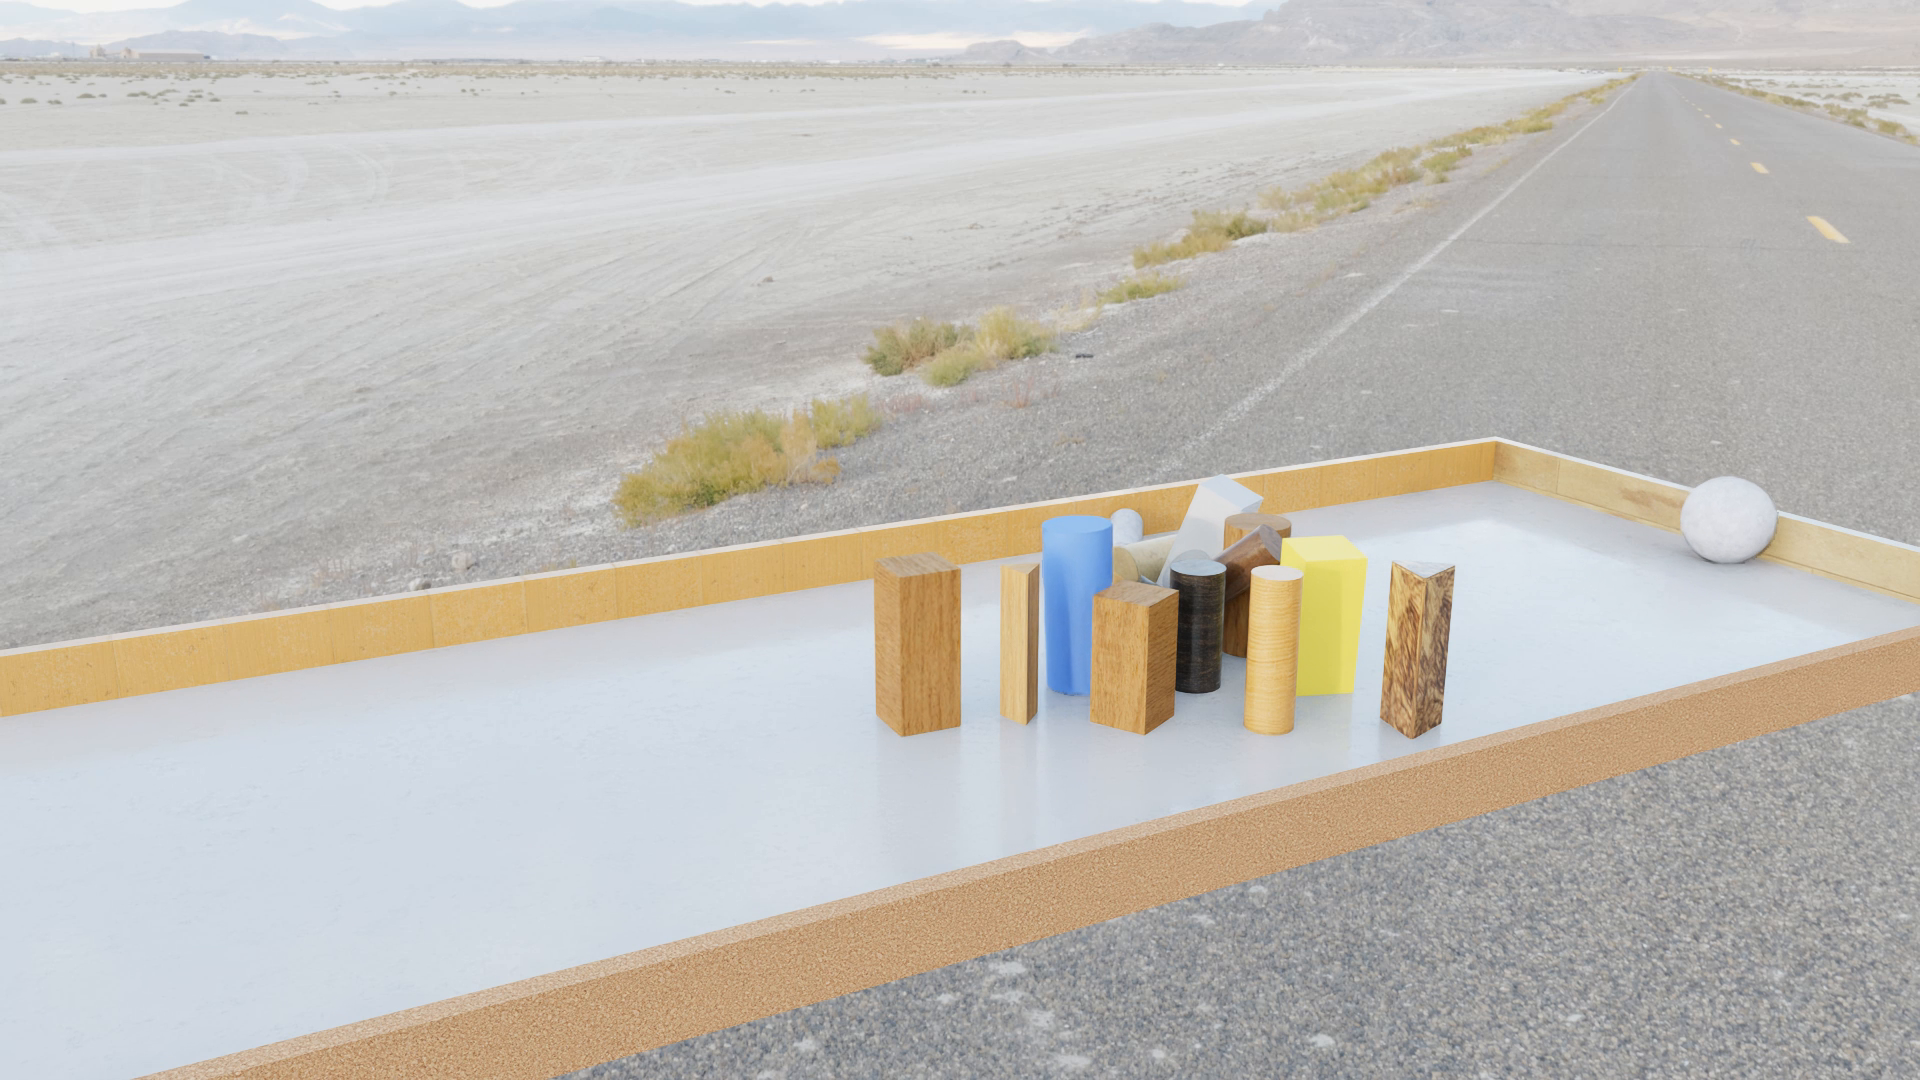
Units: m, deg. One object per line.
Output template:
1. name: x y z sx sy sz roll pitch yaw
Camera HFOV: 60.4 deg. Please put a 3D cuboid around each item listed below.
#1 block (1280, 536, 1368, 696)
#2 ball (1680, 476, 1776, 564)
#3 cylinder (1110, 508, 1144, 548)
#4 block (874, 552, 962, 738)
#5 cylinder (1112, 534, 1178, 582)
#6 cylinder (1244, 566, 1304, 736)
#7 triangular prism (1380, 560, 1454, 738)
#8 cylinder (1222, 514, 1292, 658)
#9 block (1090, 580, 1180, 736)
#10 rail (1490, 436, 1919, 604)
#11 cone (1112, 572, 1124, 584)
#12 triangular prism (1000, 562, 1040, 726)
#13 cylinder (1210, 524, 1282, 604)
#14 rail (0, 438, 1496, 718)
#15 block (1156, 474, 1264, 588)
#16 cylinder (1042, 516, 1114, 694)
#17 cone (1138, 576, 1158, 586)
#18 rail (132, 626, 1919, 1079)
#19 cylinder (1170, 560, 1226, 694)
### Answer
1. block: 0.883 0.186 4.066 0.156 0.357 0.156 -3 21 -10
2. ball: 2.368 -0.062 5.089 0.269 0.269 0.269 0 16 0
3. cylinder: 0.511 0.007 5.129 0.114 0.114 0.380 2 16 6
4. block: -0.099 0.241 3.848 0.153 0.387 0.153 -8 18 -24
5. cylinder: 0.603 0.070 4.832 0.353 0.161 0.161 -11 20 -34
6. cylinder: 0.724 0.255 3.819 0.118 0.376 0.118 0 16 0
7. triangular prism: 1.043 0.245 3.827 0.120 0.390 0.139 15 22 41
8. cylinder: 0.773 0.119 4.332 0.171 0.347 0.171 0 17 0
9. block: 0.409 0.273 3.869 0.146 0.314 0.146 11 20 33
10. rail: 2.466 -0.048 5.253 0.050 0.150 2.100 -9 18 -27
11. cone: 0.381 0.142 4.726 0.167 0.167 0.417 0 5 -1
12. triangular prism: 0.155 0.240 3.879 0.079 0.373 0.091 -13 21 -38
13. cylinder: 0.634 0.128 4.240 0.454 0.117 0.117 -38 -5 32
14. rail: -3.305 0.497 3.399 12.000 0.150 0.050 -9 18 -27
15. block: 0.683 0.022 4.572 0.139 0.374 0.139 33 30 24
16. cylinder: 0.294 0.159 4.075 0.172 0.409 0.172 -2 15 1
17. cone: 0.624 0.216 4.476 0.321 0.165 0.165 15 17 0
18. rail: -2.336 1.006 1.665 12.000 0.150 0.050 -9 18 -27
19. cylinder: 0.584 0.213 4.087 0.137 0.306 0.137 0 16 0
